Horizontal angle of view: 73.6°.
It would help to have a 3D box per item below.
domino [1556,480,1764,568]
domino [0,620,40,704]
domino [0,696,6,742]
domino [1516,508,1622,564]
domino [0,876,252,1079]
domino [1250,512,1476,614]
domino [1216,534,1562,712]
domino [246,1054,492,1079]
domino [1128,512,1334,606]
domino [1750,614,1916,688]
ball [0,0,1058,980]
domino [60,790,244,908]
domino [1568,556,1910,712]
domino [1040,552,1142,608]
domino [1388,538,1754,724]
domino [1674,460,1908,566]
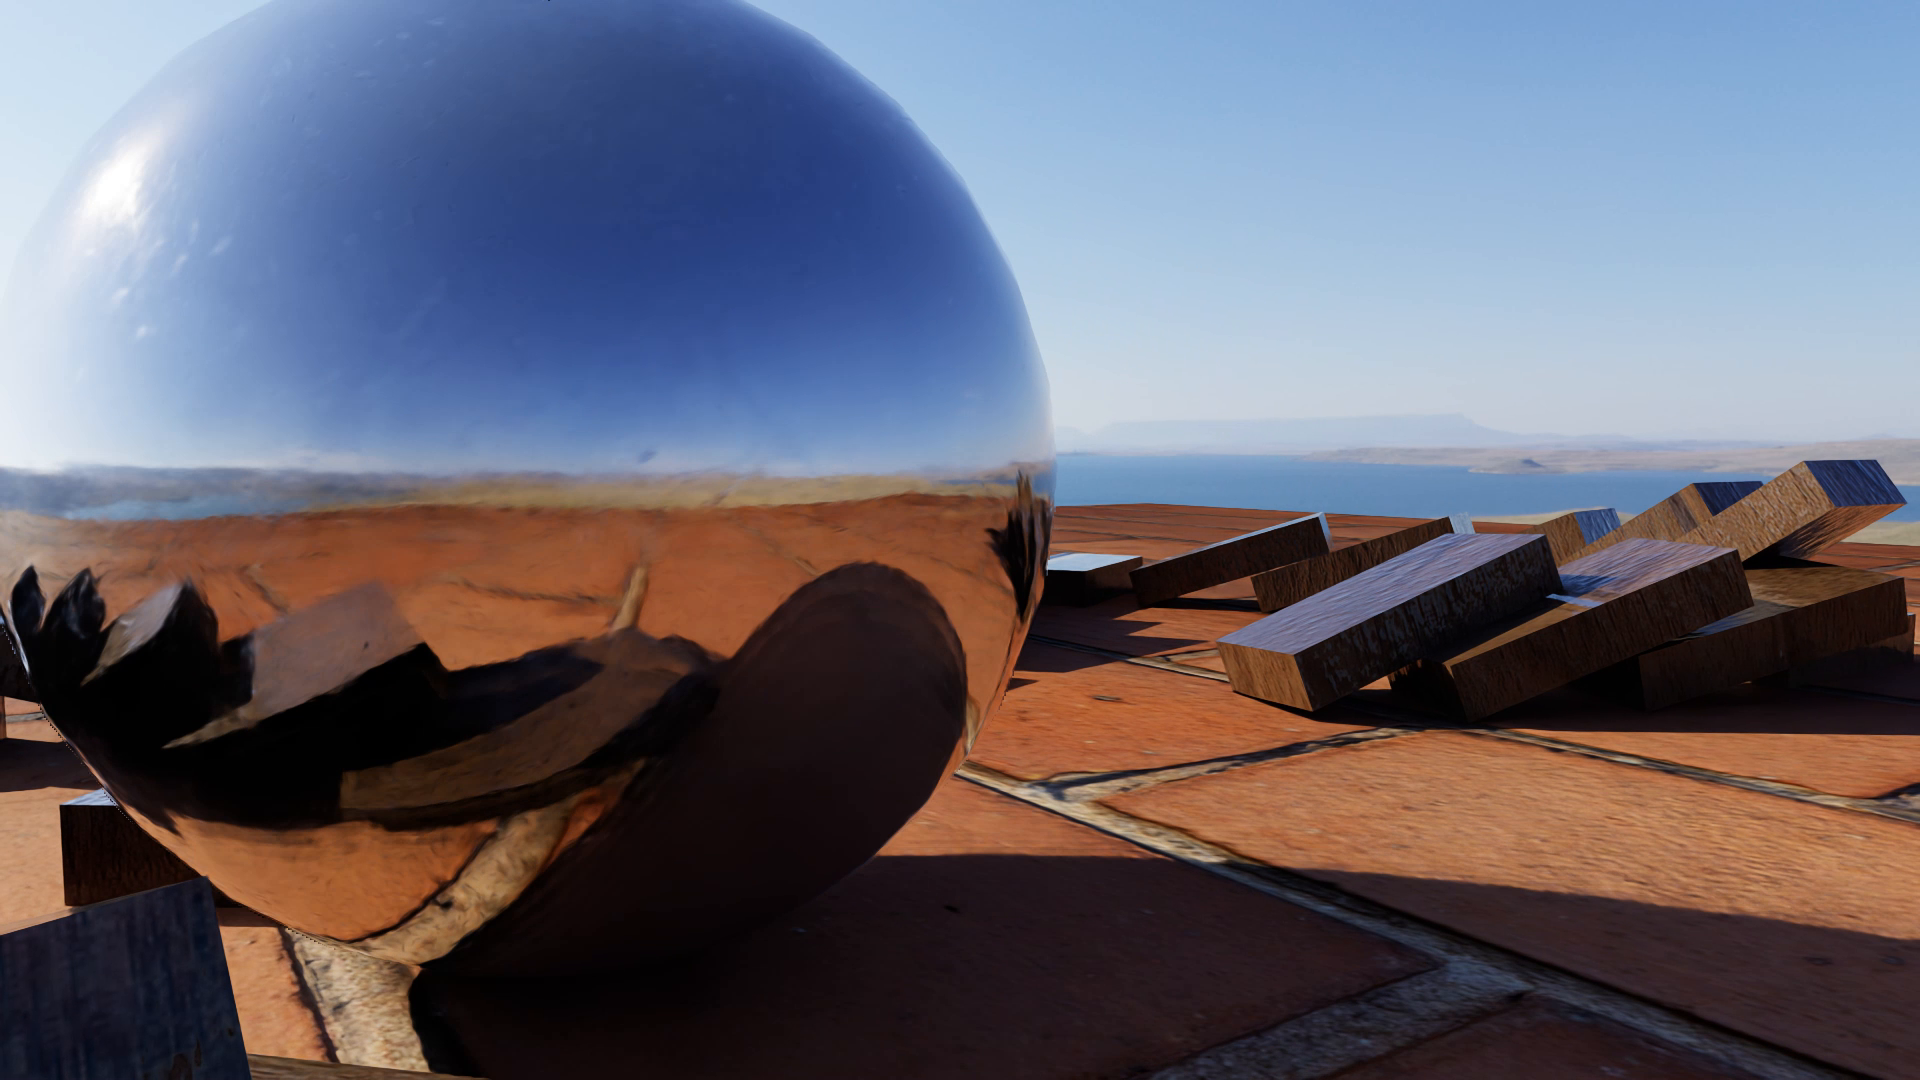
[{"bbox_3d":[0.140,0.005,0.268,0.025,0.010,0.050,-3,-28,-32],"label":"domino"},{"bbox_3d":[-0.124,0.017,0.186,0.050,0.010,0.025,15,1,-13],"label":"domino"},{"bbox_3d":[-0.156,0.026,0.164,0.050,0.010,0.025,-2,5,-25],"label":"domino"},{"bbox_3d":[0.124,0.006,0.297,0.025,0.009,0.050,-4,-17,-45],"label":"domino"},{"bbox_3d":[-0.058,0.026,0.057,0.050,0.009,0.025,-17,-5,30],"label":"domino"},{"bbox_3d":[0.101,0.006,0.321,0.050,0.009,0.025,-20,-7,31],"label":"domino"},{"bbox_3d":[0.071,0.013,0.215,0.050,0.010,0.025,-22,7,-15],"label":"domino"},{"bbox_3d":[-0.021,0.034,0.054,0.050,0.010,0.025,1,4,11],"label":"domino"},{"bbox_3d":[0.072,0.005,0.338,0.050,0.009,0.025,-18,-2,19],"label":"domino"},{"bbox_3d":[0.158,0.019,0.247,0.050,0.009,0.025,-3,5,-33],"label":"domino"},{"bbox_3d":[-0.032,-0.006,0.107,0.080,0.080,0.080,0,4,0],"label":"ball"},{"bbox_3d":[-0.069,0.027,0.143,0.025,0.009,0.050,0,4,2],"label":"domino"},{"bbox_3d":[0.129,0.015,0.219,0.050,0.010,0.025,-14,10,-9],"label":"domino"},{"bbox_3d":[0.032,0.011,0.362,0.025,0.009,0.050,2,5,25],"label":"domino"},{"bbox_3d":[0.097,0.014,0.210,0.050,0.010,0.025,-21,7,-6],"label":"domino"},{"bbox_3d":[0.147,0.003,0.244,0.025,0.009,0.050,-3,-30,-30],"label":"domino"}]
